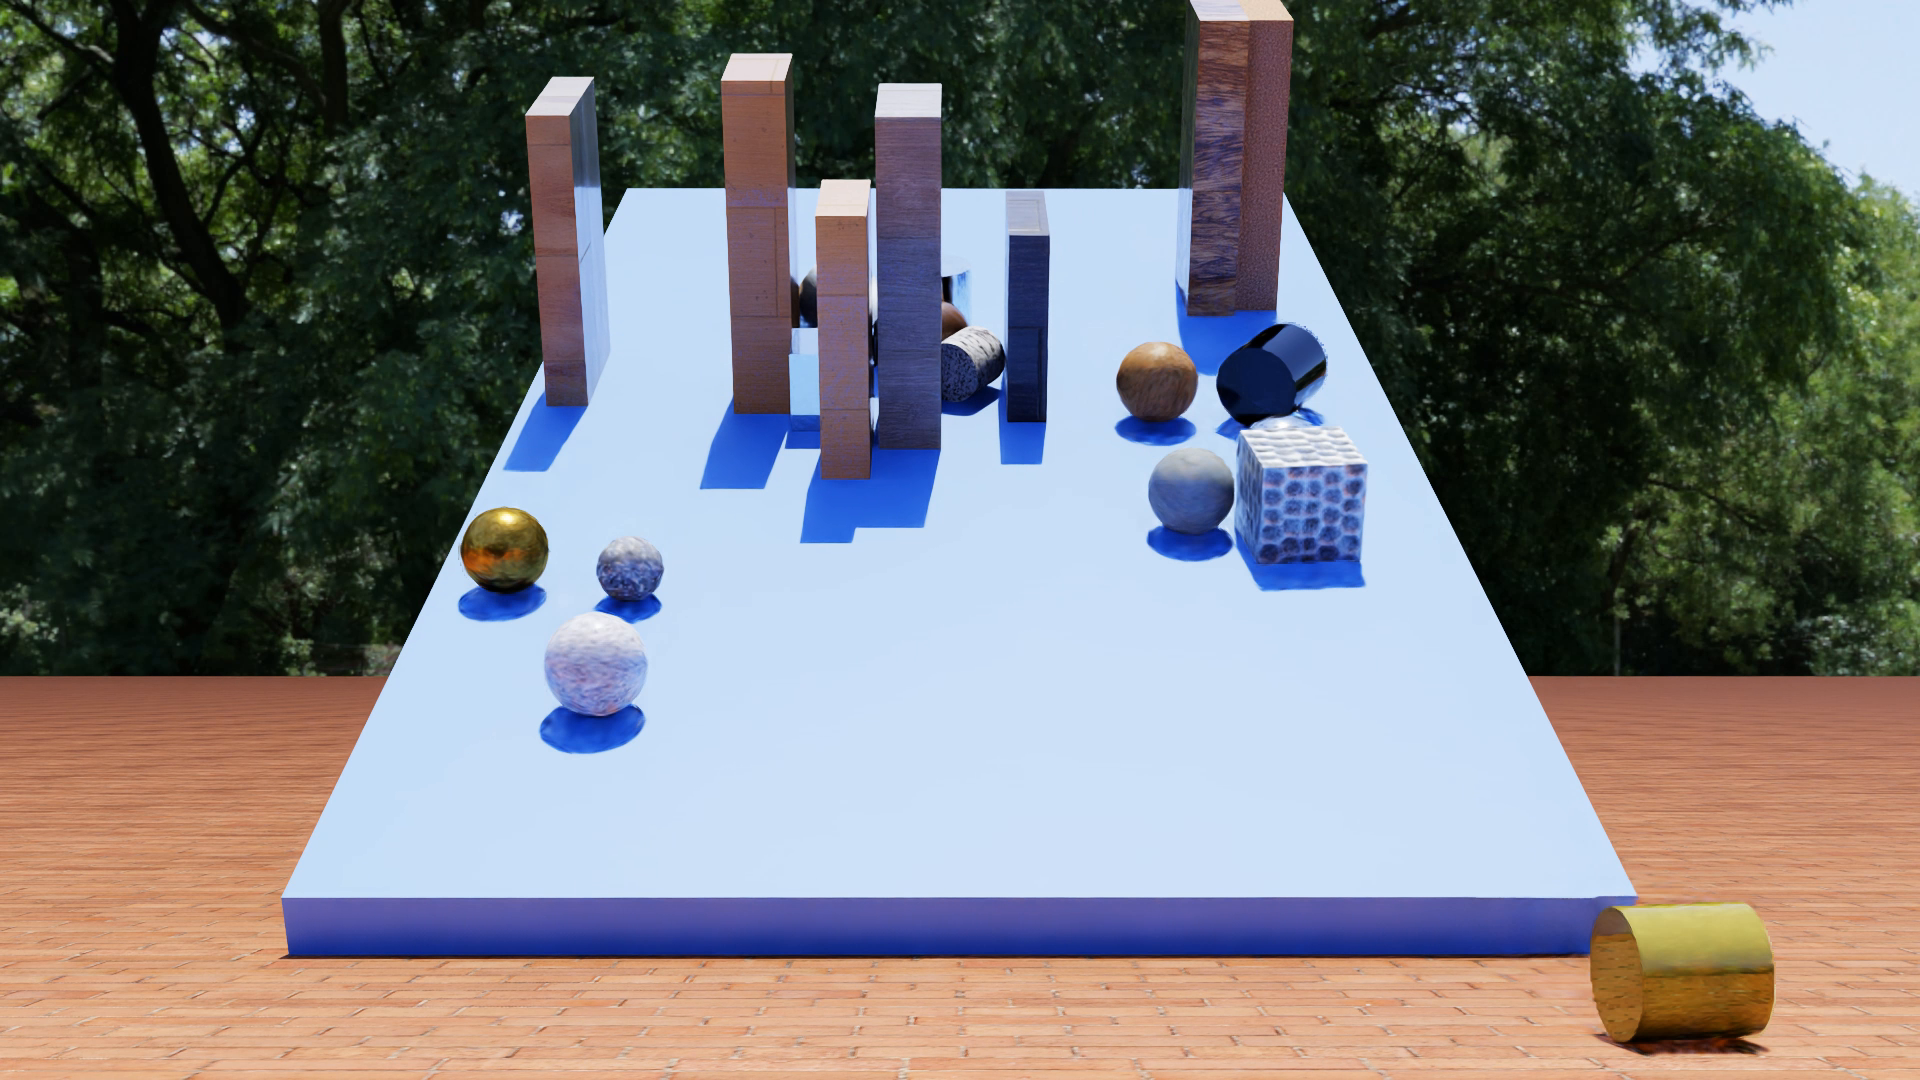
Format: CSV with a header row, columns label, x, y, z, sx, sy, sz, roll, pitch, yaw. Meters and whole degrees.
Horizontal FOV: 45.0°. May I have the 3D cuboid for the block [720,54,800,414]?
label,x,y,z,sx,sy,sz,roll,pitch,yaw
block,-0.446,-0.692,5.258,0.136,0.763,0.275,0,24,0

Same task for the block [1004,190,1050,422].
label,x,y,z,sx,sy,sz,roll,pitch,yaw
block,0.151,-0.540,5.321,0.089,0.436,0.374,0,24,0

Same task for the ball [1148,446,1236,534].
label,x,y,z,sx,sy,sz,roll,pitch,yaw
ball,0.463,-0.098,4.637,0.175,0.175,0.175,0,-3,0

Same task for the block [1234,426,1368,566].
label,x,y,z,sx,sy,sz,roll,pitch,yaw
block,0.670,-0.089,4.579,0.205,0.205,0.205,-2,24,-6

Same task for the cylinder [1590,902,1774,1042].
label,x,y,z,sx,sy,sz,roll,pitch,yaw
cylinder,0.823,0.493,2.651,0.153,0.153,0.153,-1,-3,-7

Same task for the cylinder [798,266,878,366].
label,x,y,z,sx,sy,sz,roll,pitch,yaw
cylinder,-0.262,-0.543,5.529,0.207,0.207,0.207,35,7,16

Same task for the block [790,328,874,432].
label,x,y,z,sx,sy,sz,roll,pitch,yaw
block,-0.287,-0.362,5.229,0.182,0.182,0.182,0,24,-1

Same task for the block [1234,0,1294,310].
label,x,y,z,sx,sy,sz,roll,pitch,yaw
block,0.755,-1.000,5.992,0.124,0.745,0.332,0,24,0

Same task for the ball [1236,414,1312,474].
label,x,y,z,sx,sy,sz,roll,pitch,yaw
ball,0.662,-0.163,4.764,0.192,0.192,0.192,0,-3,0

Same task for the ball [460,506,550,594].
label,x,y,z,sx,sy,sz,roll,pitch,yaw
ball,-0.857,0.019,4.373,0.164,0.164,0.164,0,-3,0

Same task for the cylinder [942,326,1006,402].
label,x,y,z,sx,sy,sz,roll,pitch,yaw
cylinder,0.010,-0.410,5.389,0.143,0.143,0.143,-2,20,31

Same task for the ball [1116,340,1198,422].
label,x,y,z,sx,sy,sz,roll,pitch,yaw
ball,0.443,-0.355,5.214,0.184,0.184,0.184,0,-3,0

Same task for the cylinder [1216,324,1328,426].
label,x,y,z,sx,sy,sz,roll,pitch,yaw
cylinder,0.705,-0.371,5.243,0.190,0.190,0.190,-2,19,32

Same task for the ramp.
label,x,y,z,sx,sy,sz,roll,pitch,yaw
ramp,-0.008,-0.227,5.273,2.000,0.100,4.000,0,24,0

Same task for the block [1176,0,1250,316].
label,x,y,z,sx,sy,sz,roll,pitch,yaw
block,0.642,-0.987,5.951,0.121,0.754,0.348,0,24,0

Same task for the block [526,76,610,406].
label,x,y,z,sx,sy,sz,roll,pitch,yaw
block,-0.902,-0.693,5.368,0.096,0.675,0.384,0,24,0

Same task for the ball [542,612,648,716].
label,x,y,z,sx,sy,sz,roll,pitch,yaw
ball,-0.615,0.210,3.922,0.177,0.177,0.177,0,-3,0

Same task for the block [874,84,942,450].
label,x,y,z,sx,sy,sz,roll,pitch,yaw
block,-0.109,-0.598,5.078,0.136,0.736,0.311,0,24,0

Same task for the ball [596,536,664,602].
label,x,y,z,sx,sy,sz,roll,pitch,yaw
ball,-0.617,0.055,4.344,0.124,0.124,0.124,0,-3,0

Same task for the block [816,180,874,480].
label,x,y,z,sx,sy,sz,roll,pitch,yaw
block,-0.243,-0.449,4.938,0.103,0.574,0.283,0,24,0

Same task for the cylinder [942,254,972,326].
label,x,y,z,sx,sy,sz,roll,pitch,yaw
cylinder,-0.071,-0.579,5.701,0.202,0.202,0.202,0,24,0

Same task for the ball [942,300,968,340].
label,x,y,z,sx,sy,sz,roll,pitch,yaw
ball,-0.059,-0.489,5.540,0.167,0.167,0.167,0,-3,0
